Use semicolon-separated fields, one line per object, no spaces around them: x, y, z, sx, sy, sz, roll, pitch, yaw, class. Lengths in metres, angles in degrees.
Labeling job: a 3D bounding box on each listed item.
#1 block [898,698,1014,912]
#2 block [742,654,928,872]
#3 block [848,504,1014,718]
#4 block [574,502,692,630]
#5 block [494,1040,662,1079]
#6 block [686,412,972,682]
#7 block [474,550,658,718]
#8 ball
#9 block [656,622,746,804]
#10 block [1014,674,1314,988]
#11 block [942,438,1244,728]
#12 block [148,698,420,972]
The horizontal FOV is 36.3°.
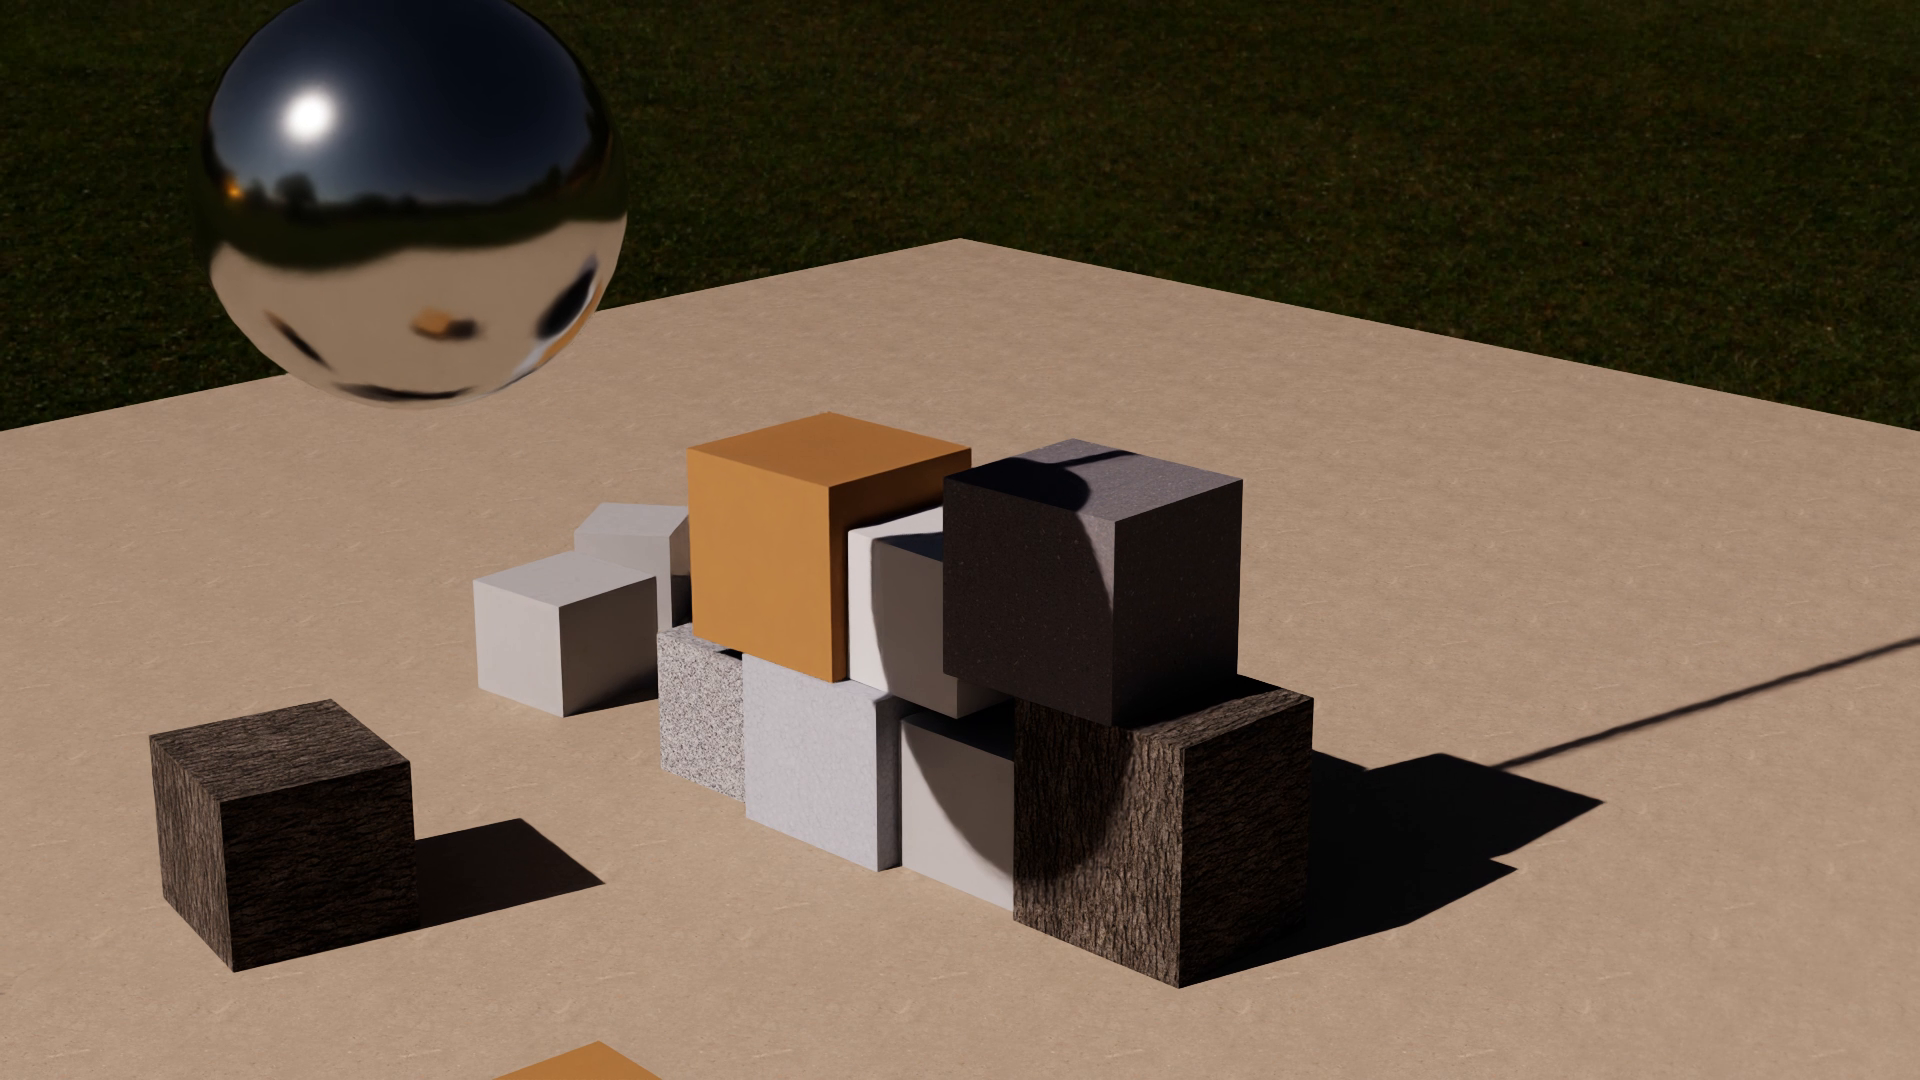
0.248;1.168;13.429;0.709;0.718;0.786;-17;24;-42;block
-0.356;0.929;14.001;0.918;0.833;0.988;17;24;42;block
0.015;0.293;13.451;0.702;0.713;0.793;18;25;41;block
-1.867;0.149;16.932;0.556;0.563;0.588;3;18;9;block
-1.287;2.289;9.757;0.816;0.781;0.844;-15;23;-39;block
-0.615;0.012;13.967;0.978;0.935;0.924;16;23;42;block
-2.110;0.494;15.750;0.685;0.613;0.691;15;23;39;block
-2.026;-1.279;10.816;1.600;1.600;1.600;0;17;0;ball
-0.959;0.802;14.589;0.762;0.721;0.764;-17;24;-42;block
0.878;1.181;12.785;0.965;1.081;0.851;17;24;42;block
0.570;0.162;12.729;0.964;0.897;0.857;16;23;40;block
-2.986;1.285;12.953;0.850;0.782;0.922;-11;21;-31;block
